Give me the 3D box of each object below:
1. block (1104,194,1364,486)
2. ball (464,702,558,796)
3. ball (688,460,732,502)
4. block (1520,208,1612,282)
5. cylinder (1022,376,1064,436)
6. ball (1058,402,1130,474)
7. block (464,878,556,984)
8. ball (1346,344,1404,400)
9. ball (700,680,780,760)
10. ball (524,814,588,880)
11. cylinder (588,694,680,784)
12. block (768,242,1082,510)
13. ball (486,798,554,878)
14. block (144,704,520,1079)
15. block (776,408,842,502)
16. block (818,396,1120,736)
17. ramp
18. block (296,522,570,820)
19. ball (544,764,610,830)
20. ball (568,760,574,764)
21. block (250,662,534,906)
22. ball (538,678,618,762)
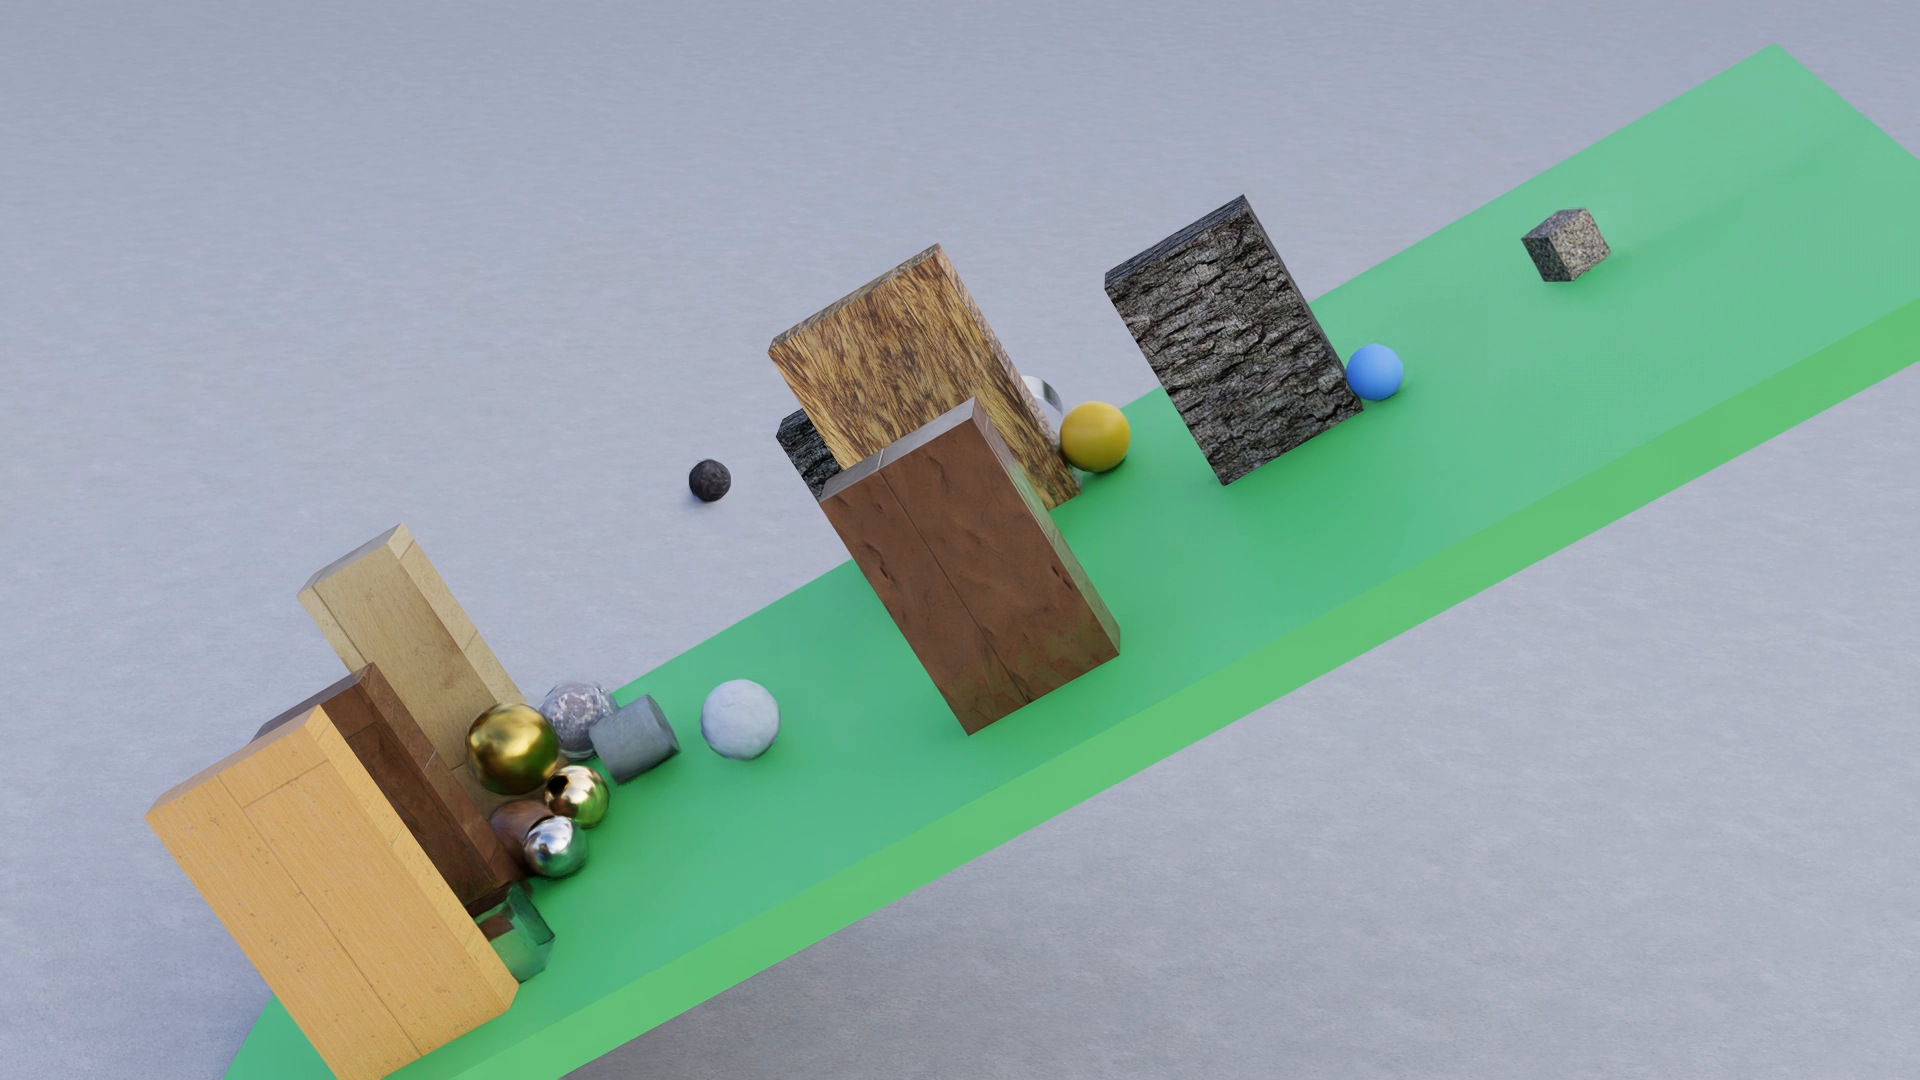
[{"bbox_3d":[0.569,-0.414,6.121,0.332,0.493,0.139,-29,15,13],"label":"block"},{"bbox_3d":[-0.982,0.459,6.444,0.205,0.205,0.205,0,19,0],"label":"ball"},{"bbox_3d":[-0.889,-0.210,10.449,0.150,0.150,0.150,0,19,0],"label":"ball"},{"bbox_3d":[1.258,-0.611,6.107,0.109,0.109,0.109,-36,15,-15],"label":"block"},{"bbox_3d":[0.153,-0.272,7.085,0.207,0.207,0.207,0,17,0],"label":"cylinder"},{"bbox_3d":[0.308,-0.234,6.727,0.164,0.164,0.164,0,19,0],"label":"ball"},{"bbox_3d":[-0.929,0.807,5.914,0.152,0.152,0.152,-30,15,10],"label":"block"},{"bbox_3d":[0.854,-0.346,6.059,0.117,0.117,0.117,0,19,0],"label":"ball"},{"bbox_3d":[-0.471,0.386,6.301,0.173,0.173,0.173,0,19,0],"label":"ball"},{"bbox_3d":[-0.867,0.658,6.304,0.137,0.137,0.137,0,19,0],"label":"ball"},{"bbox_3d":[-0.738,0.451,6.664,0.153,0.153,0.153,-29,21,2],"label":"cylinder"},{"bbox_3d":[-0.076,-0.286,6.730,0.443,0.644,0.125,-29,15,13],"label":"block"},{"bbox_3d":[-0.956,0.652,6.432,0.173,0.173,0.173,0,19,0],"label":"ball"},{"bbox_3d":[-1.225,0.710,5.759,0.385,0.697,0.105,-29,15,13],"label":"block"},{"bbox_3d":[-0.161,-0.194,7.072,0.393,0.411,0.145,-29,15,13],"label":"block"},{"bbox_3d":[0.023,0.052,5.628,0.337,0.546,0.142,-29,15,13],"label":"block"},{"bbox_3d":[0.142,0.168,6.287,4.000,0.100,2.000,-29,15,13],"label":"ramp"},{"bbox_3d":[-1.151,0.356,6.603,0.246,0.772,0.143,-29,15,13],"label":"block"},{"bbox_3d":[-0.850,0.572,6.525,0.148,0.148,0.148,0,19,0],"label":"ball"},{"bbox_3d":[-0.929,0.471,7.055,0.129,0.129,0.129,0,19,0],"label":"ball"},{"bbox_3d":[-1.210,0.594,6.271,0.290,0.612,0.120,-29,15,13],"label":"block"},{"bbox_3d":[-0.882,0.417,6.813,0.191,0.191,0.191,0,19,0],"label":"ball"}]
